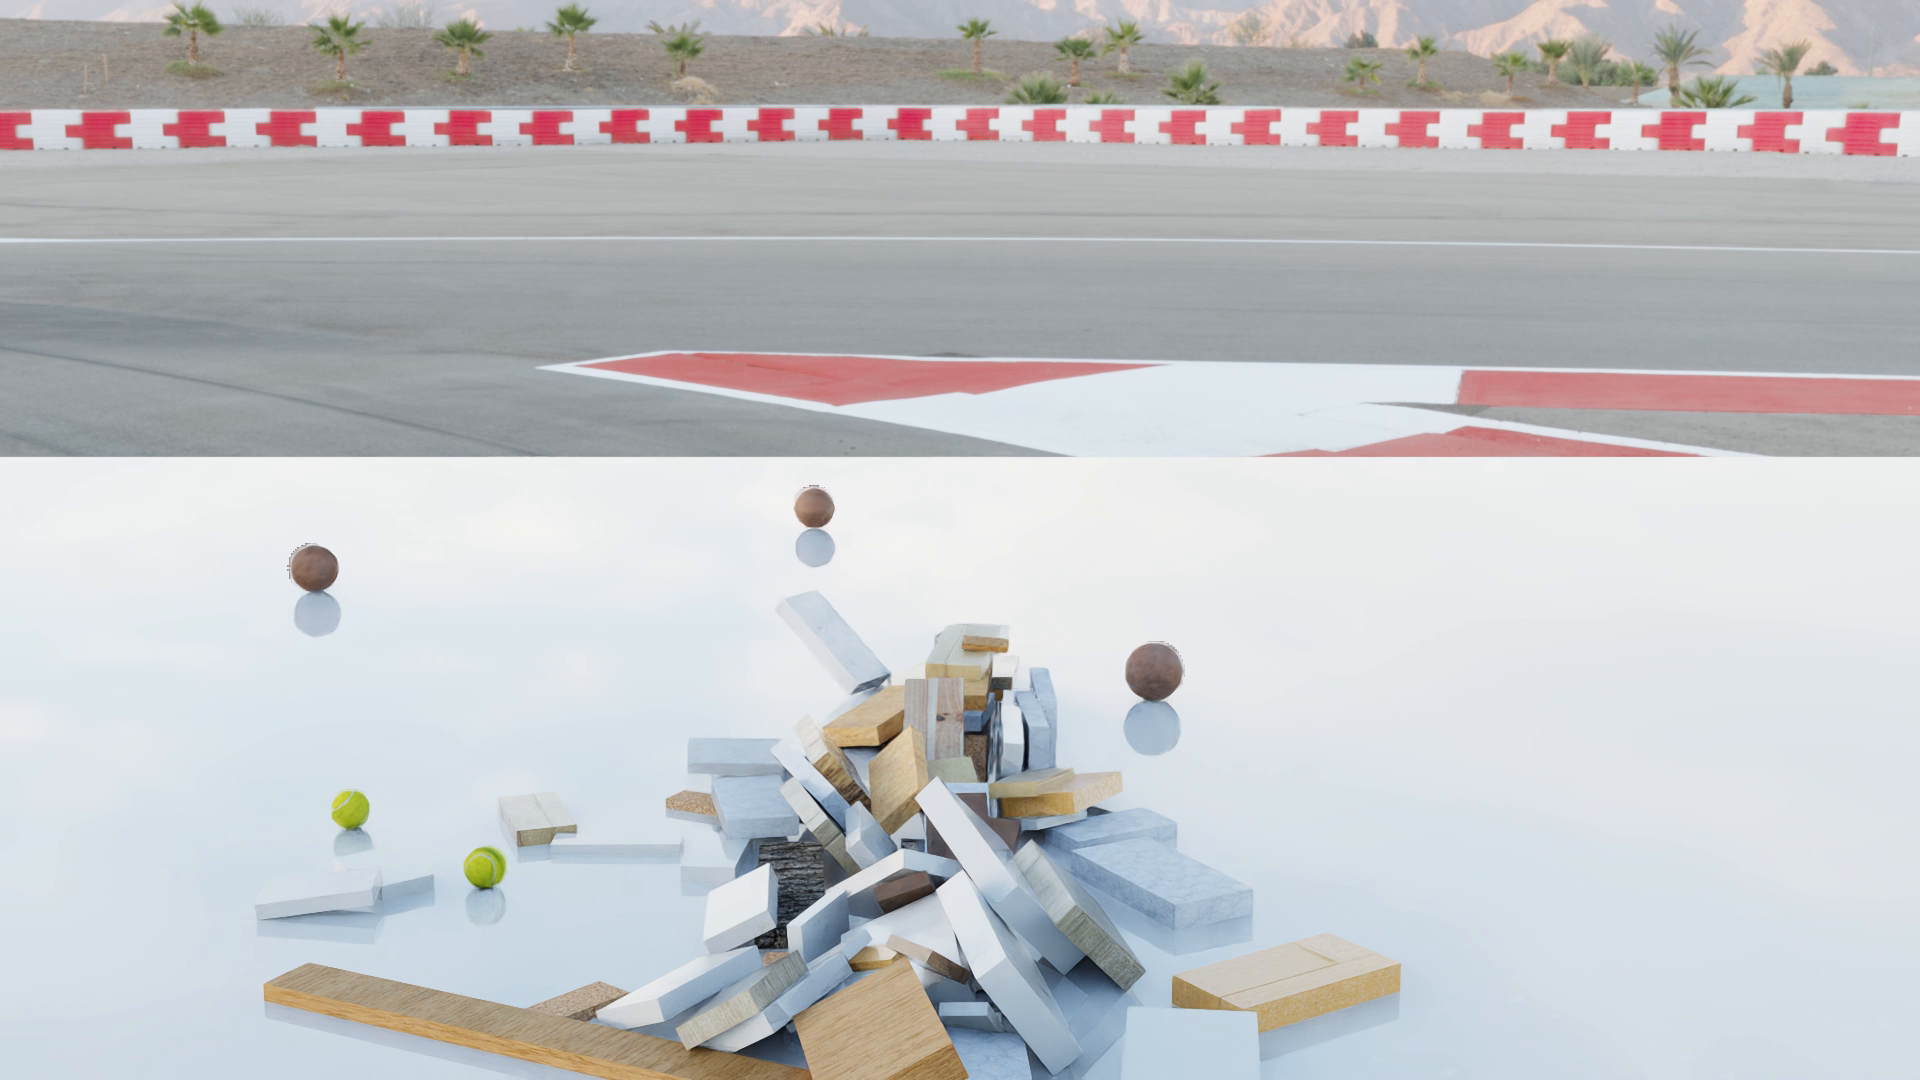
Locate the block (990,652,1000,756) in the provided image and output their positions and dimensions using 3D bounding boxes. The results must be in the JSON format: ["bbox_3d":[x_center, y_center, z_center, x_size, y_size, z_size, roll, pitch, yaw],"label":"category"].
[{"bbox_3d":[0.016,0.327,4.981,0.135,0.038,1.025,0,11,2],"label":"block"}]

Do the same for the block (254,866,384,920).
[{"bbox_3d":[-1.046,0.577,3.592,0.187,0.027,0.094,-7,16,-3],"label":"block"}]

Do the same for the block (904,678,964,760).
[{"bbox_3d":[-0.050,0.385,4.177,0.115,0.033,0.383,-2,31,1],"label":"block"}]

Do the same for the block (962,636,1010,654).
[{"bbox_3d":[0.052,0.213,4.497,0.094,0.013,0.047,5,18,2],"label":"block"}]

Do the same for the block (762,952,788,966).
[{"bbox_3d":[-0.280,0.647,3.322,0.049,0.014,0.097,2,11,10],"label":"block"}]

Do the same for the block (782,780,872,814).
[{"bbox_3d":[-0.254,0.487,4.153,0.233,0.027,0.094,2,11,12],"label":"block"}]

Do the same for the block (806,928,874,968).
[{"bbox_3d":[-0.194,0.619,3.226,0.136,0.019,0.068,-36,-2,34],"label":"block"}]

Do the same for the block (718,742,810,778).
[{"bbox_3d":[-0.372,0.437,4.408,0.240,0.030,0.107,-3,11,-15],"label":"block"}]

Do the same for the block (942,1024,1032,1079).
[{"bbox_3d":[0.008,0.723,2.743,0.175,0.050,0.464,8,10,-5],"label":"block"}]

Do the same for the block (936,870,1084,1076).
[{"bbox_3d":[0.065,0.605,3.111,0.051,0.179,0.357,-37,14,-1],"label":"block"}]

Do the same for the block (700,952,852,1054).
[{"bbox_3d":[-0.255,0.653,3.080,0.118,0.033,0.236,-30,-4,26],"label":"block"}]

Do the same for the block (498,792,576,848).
[{"bbox_3d":[-0.774,0.509,4.021,0.107,0.030,0.213,-4,11,-20],"label":"block"}]

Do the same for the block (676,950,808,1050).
[{"bbox_3d":[-0.302,0.640,3.073,0.118,0.033,0.236,-29,-3,12],"label":"block"}]

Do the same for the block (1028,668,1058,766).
[{"bbox_3d":[0.169,0.362,4.522,0.039,0.137,0.275,0,11,-2],"label":"block"}]

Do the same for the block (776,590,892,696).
[{"bbox_3d":[-0.291,0.232,5.031,0.270,0.038,0.135,48,28,16],"label":"block"}]

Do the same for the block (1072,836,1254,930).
[{"bbox_3d":[0.333,0.569,3.663,0.154,0.044,0.309,-6,12,-29],"label":"block"}]

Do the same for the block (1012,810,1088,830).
[{"bbox_3d":[0.161,0.500,3.946,0.128,0.018,0.064,-6,0,-43],"label":"block"}]

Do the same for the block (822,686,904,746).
[{"bbox_3d":[-0.159,0.368,4.638,0.137,0.039,0.305,-5,11,28],"label":"block"}]

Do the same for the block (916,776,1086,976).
[{"bbox_3d":[0.060,0.519,3.435,0.051,0.179,0.374,-44,28,0],"label":"block"}]

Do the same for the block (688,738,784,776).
[{"bbox_3d":[-0.442,0.425,4.324,0.186,0.026,0.093,1,26,-7],"label":"block"}]

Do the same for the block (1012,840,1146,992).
[{"bbox_3d":[0.180,0.572,3.379,0.044,0.154,0.309,-45,15,0],"label":"block"}]

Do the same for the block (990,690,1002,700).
[{"bbox_3d":[0.043,0.305,4.913,0.102,0.029,0.310,0,11,0],"label":"block"}]

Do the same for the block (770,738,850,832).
[{"bbox_3d":[-0.251,0.456,3.981,0.036,0.128,0.256,-42,29,-8],"label":"block"}]

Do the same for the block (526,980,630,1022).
[{"bbox_3d":[-0.550,0.673,3.172,0.068,0.019,0.136,9,14,40],"label":"block"}]

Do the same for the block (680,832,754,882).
[{"bbox_3d":[-0.421,0.549,3.817,0.093,0.026,0.186,1,11,4],"label":"block"}]

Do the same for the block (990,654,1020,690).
[{"bbox_3d":[0.072,0.290,4.837,0.102,0.029,0.204,1,11,6],"label":"block"}]

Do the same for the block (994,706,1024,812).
[{"bbox_3d":[0.094,0.418,4.216,0.038,0.135,0.271,5,10,-1],"label":"block"}]

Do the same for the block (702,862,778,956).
[{"bbox_3d":[-0.346,0.585,3.485,0.111,0.031,0.221,-26,11,1],"label":"block"}]

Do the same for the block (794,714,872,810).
[{"bbox_3d":[-0.236,0.418,4.096,0.038,0.135,0.271,-41,16,-2],"label":"block"}]

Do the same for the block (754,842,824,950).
[{"bbox_3d":[-0.279,0.581,3.630,0.111,0.031,0.431,-1,11,-4],"label":"block"}]

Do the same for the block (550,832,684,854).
[{"bbox_3d":[-0.607,0.538,3.899,0.227,0.018,0.064,0,11,-1],"label":"block"}]

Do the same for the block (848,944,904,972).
[{"bbox_3d":[-0.119,0.603,3.184,0.097,0.014,0.049,-15,15,40],"label":"block"}]

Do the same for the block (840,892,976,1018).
[{"bbox_3d":[-0.079,0.620,3.187,0.175,0.050,0.350,-25,11,0],"label":"block"}]

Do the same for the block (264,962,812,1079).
[{"bbox_3d":[-0.562,0.693,3.043,0.971,0.027,0.094,5,12,26],"label":"block"}]

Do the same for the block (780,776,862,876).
[{"bbox_3d":[-0.233,0.501,3.815,0.036,0.128,0.256,-42,19,-6],"label":"block"}]
